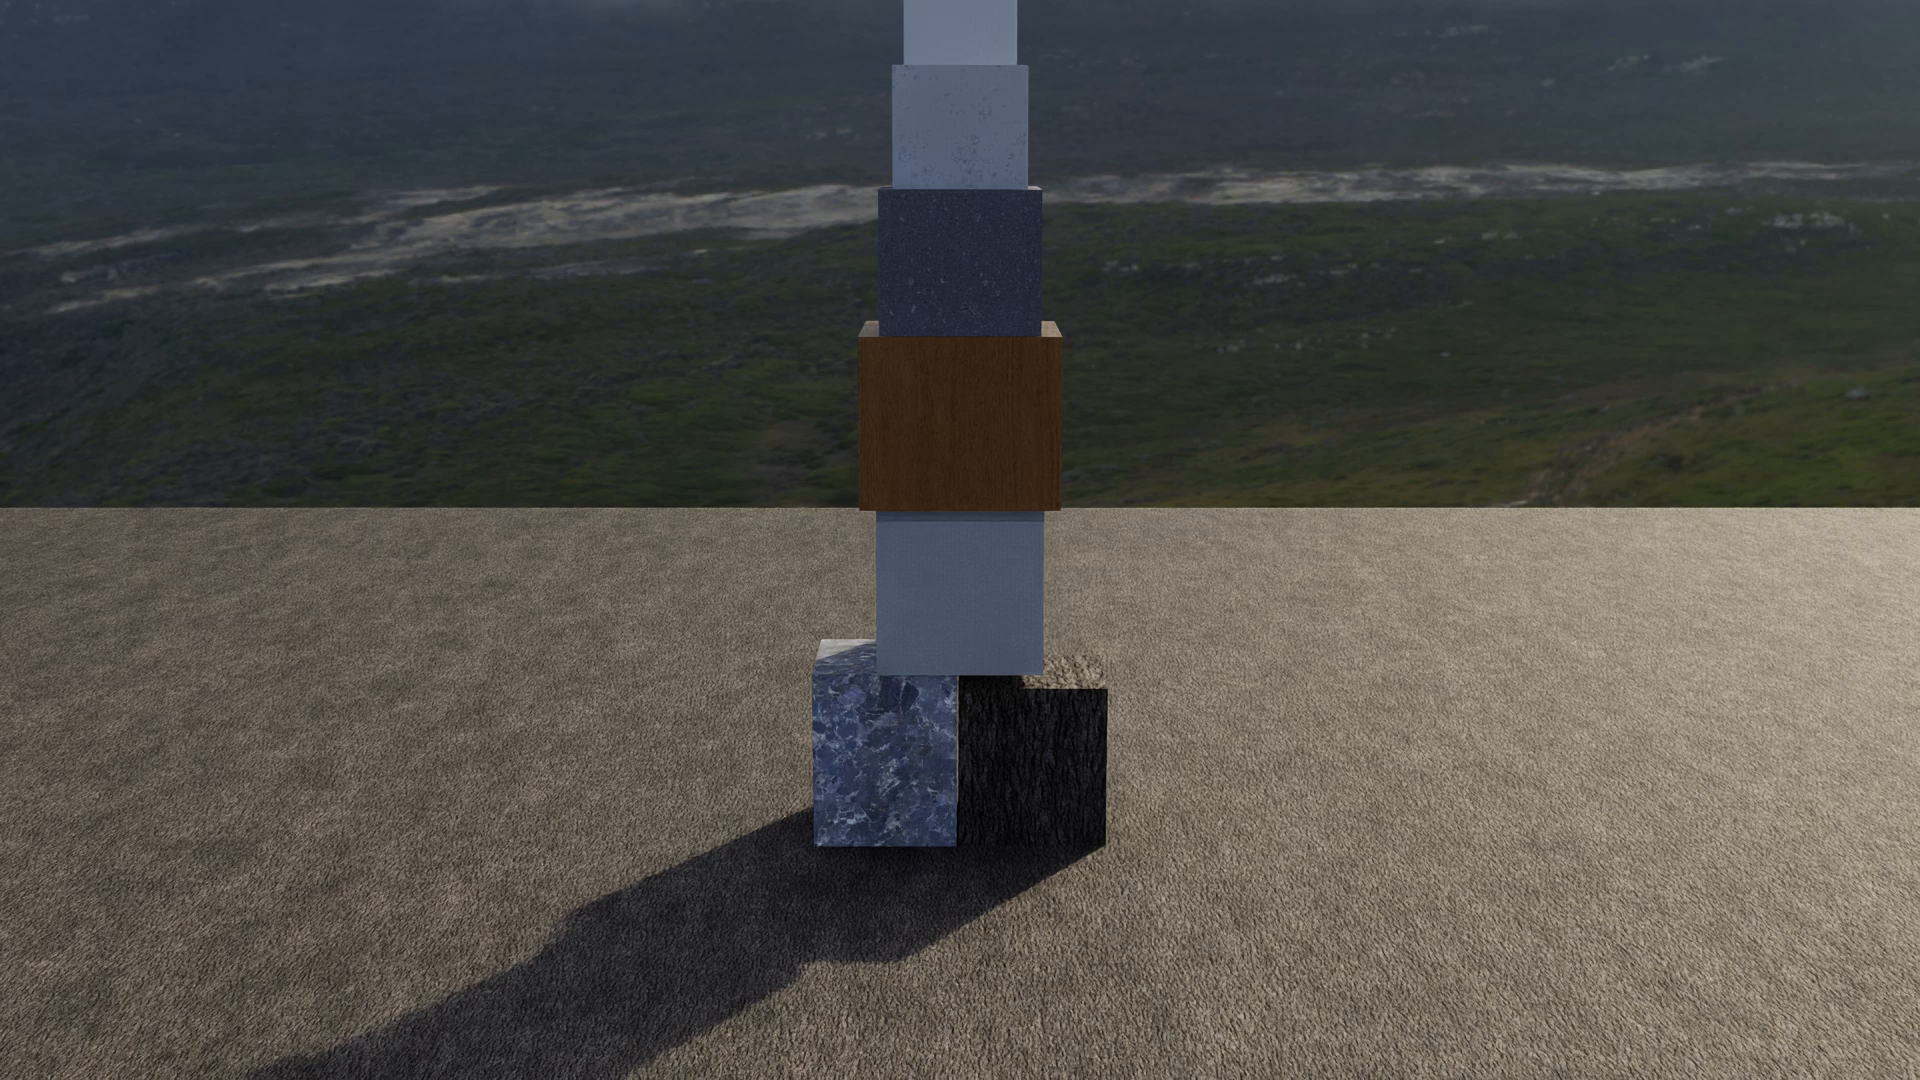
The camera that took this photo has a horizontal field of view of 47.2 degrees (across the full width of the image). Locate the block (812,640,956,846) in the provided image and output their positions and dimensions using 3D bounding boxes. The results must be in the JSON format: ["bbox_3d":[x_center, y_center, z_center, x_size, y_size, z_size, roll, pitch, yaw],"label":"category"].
[{"bbox_3d":[-0.377,1.035,11.379,0.719,0.892,0.776,0,10,0],"label":"block"}]

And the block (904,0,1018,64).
[{"bbox_3d":[0.002,-2.582,10.696,0.539,0.550,0.502,0,10,0],"label":"block"}]

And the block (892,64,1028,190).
[{"bbox_3d":[0.001,-2.026,10.805,0.648,0.583,0.651,0,10,0],"label":"block"}]

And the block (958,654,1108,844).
[{"bbox_3d":[0.364,1.074,11.388,0.743,0.812,0.730,0,10,0],"label":"block"}]

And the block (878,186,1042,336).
[{"bbox_3d":[0.001,-1.396,10.917,0.781,0.696,0.836,0,10,0],"label":"block"}]

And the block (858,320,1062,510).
[{"bbox_3d":[0.001,-0.642,11.075,0.981,0.845,0.945,0,10,0],"label":"block"}]

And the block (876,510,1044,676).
[{"bbox_3d":[0.000,0.184,11.230,0.824,0.836,0.832,0,10,0],"label":"block"}]
